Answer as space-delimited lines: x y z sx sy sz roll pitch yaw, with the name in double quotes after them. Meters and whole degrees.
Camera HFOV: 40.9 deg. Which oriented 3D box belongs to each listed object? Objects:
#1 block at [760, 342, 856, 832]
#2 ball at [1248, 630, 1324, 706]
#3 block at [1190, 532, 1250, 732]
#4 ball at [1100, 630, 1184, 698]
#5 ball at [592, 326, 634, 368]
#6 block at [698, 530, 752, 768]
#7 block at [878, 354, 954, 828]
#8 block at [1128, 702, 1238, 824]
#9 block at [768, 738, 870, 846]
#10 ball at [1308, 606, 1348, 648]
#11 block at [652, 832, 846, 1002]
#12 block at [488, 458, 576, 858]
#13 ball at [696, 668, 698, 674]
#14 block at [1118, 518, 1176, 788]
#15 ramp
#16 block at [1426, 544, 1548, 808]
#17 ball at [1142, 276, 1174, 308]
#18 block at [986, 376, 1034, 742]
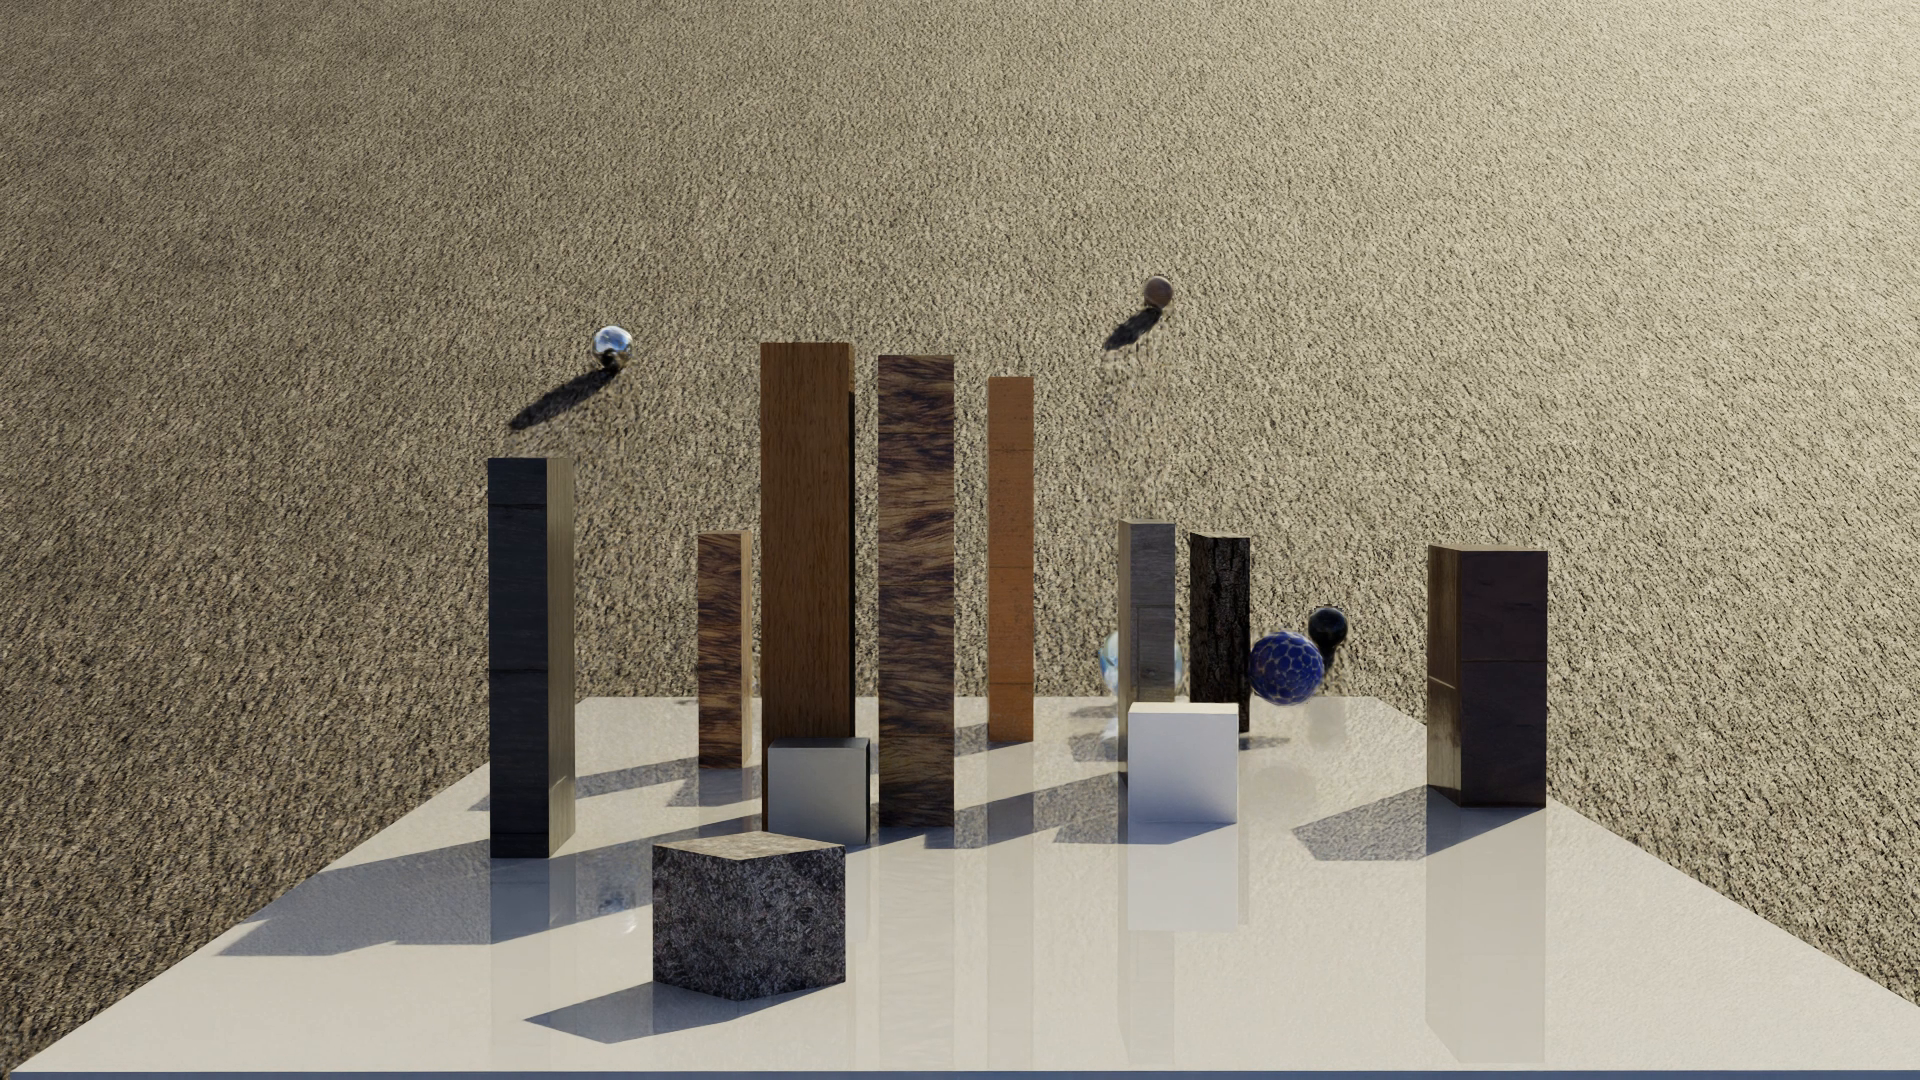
-0.252 0.073 4.307 0.143 0.794 0.252 0 2 0 "block"
0.716 0.283 5.670 0.167 0.167 0.167 0 25 0 "ball"
0.595 0.203 5.929 0.093 0.431 0.437 0 2 0 "block"
0.445 0.304 6.315 0.206 0.206 0.206 0 25 0 "ball"
-1.199 -0.666 8.904 0.146 0.146 0.146 0 25 0 "ball"
-0.469 0.214 5.162 0.084 0.459 0.255 0 2 0 "block"
-0.072 0.080 4.392 0.124 0.775 0.327 0 2 0 "block"
0.381 0.376 4.382 0.182 0.182 0.182 0 2 6 "block"
-0.223 0.400 4.114 0.153 0.153 0.153 0 2 1 "block"
0.998 0.237 6.990 0.111 0.111 0.111 0 25 0 "ball"
-0.245 0.433 2.988 0.159 0.159 0.159 -2 2 -43 "block"
-0.669 0.175 4.038 0.090 0.607 0.271 0 2 0 "block"
-0.595 0.332 6.506 0.137 0.137 0.137 0 25 0 "ball"
0.347 0.209 4.816 0.080 0.489 0.352 0 2 0 "block"
0.057 0.512 4.554 2.000 0.100 4.000 0 2 0 "ramp"
0.943 0.236 4.627 0.148 0.446 0.326 0 2 0 "block"
0.729 -0.910 9.470 0.114 0.114 0.114 0 25 0 "ball"
0.109 0.035 5.710 0.095 0.780 0.401 0 2 0 "block"
